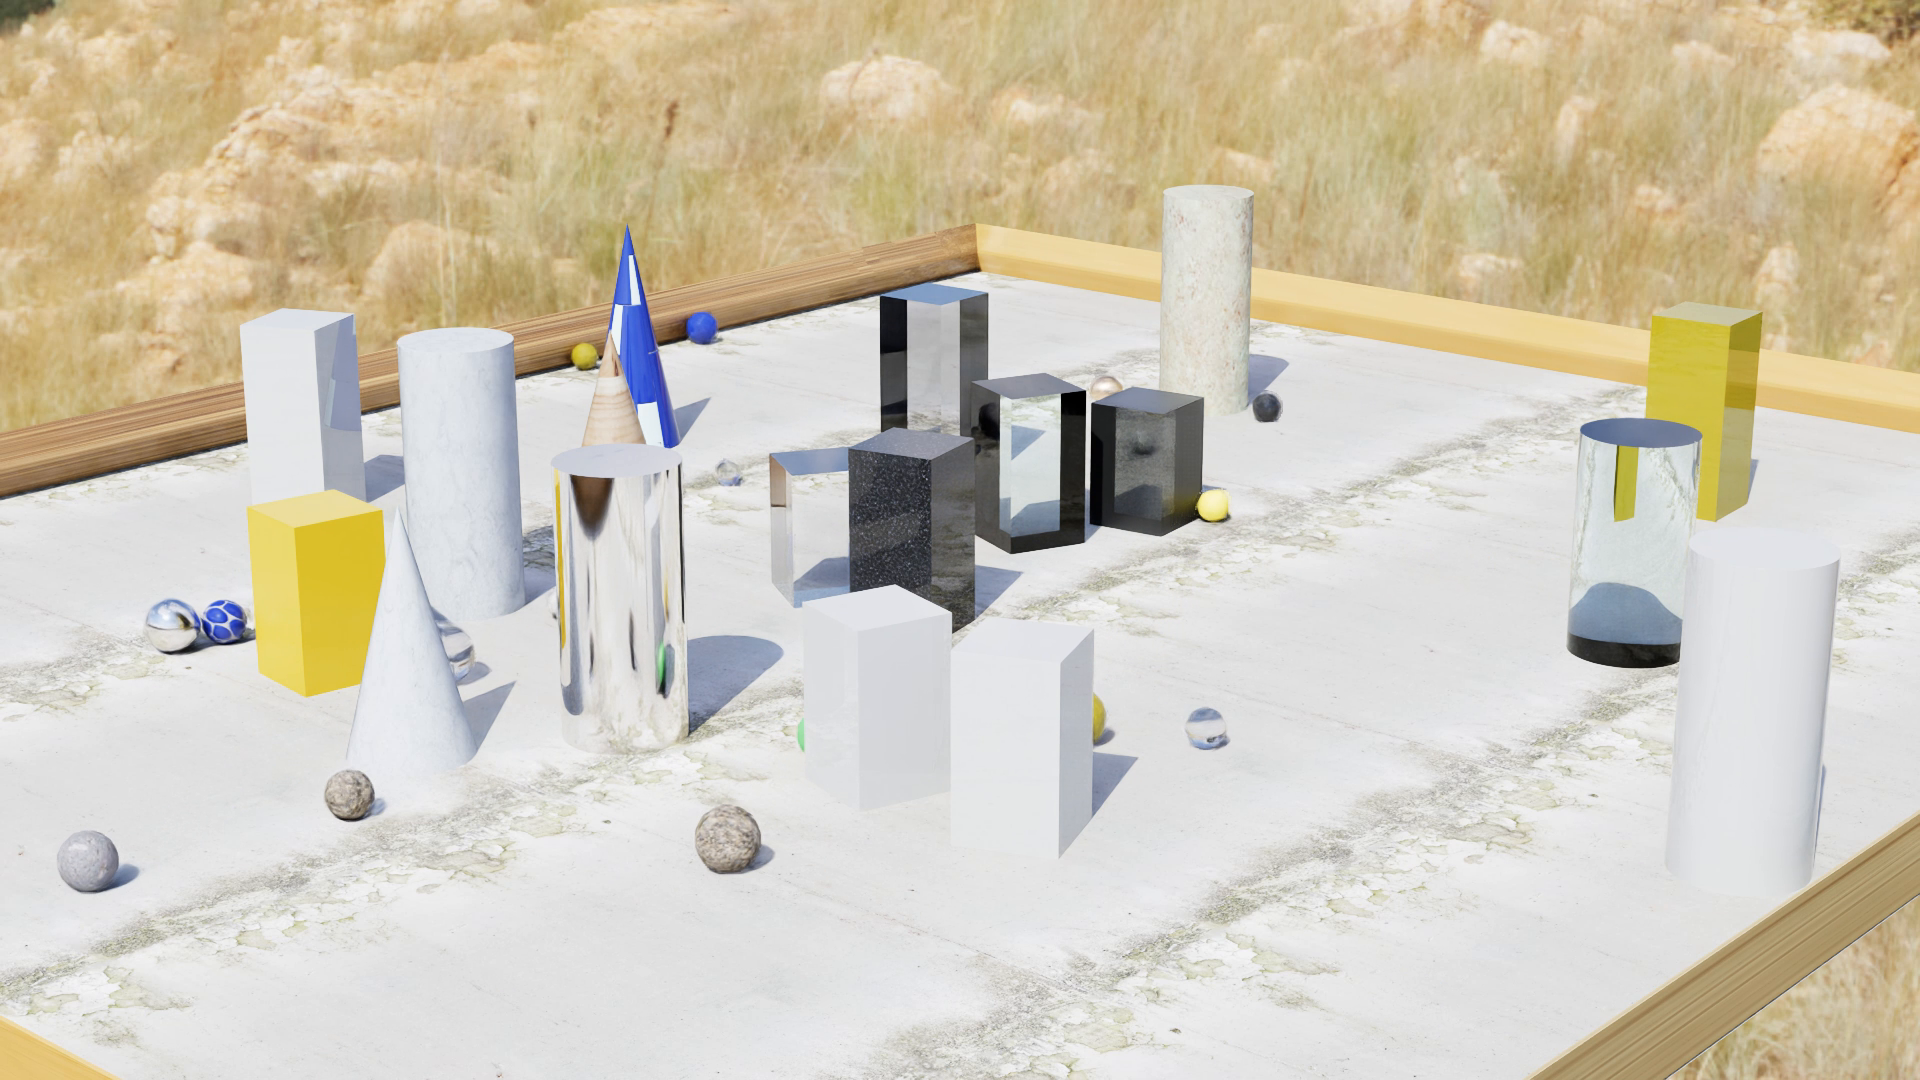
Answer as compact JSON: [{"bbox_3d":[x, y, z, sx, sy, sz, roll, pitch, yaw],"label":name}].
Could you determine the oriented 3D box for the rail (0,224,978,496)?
[{"bbox_3d":[-1.355,-0.308,6.246,0.045,0.126,4.315,14,22,39],"label":"rail"}]

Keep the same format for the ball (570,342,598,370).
[{"bbox_3d":[-0.864,-0.422,6.741,0.061,0.061,0.061,0,17,0],"label":"ball"}]

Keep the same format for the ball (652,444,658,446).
[{"bbox_3d":[-0.615,-0.158,5.850,0.069,0.069,0.069,0,17,0],"label":"ball"}]

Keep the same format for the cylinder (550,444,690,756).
[{"bbox_3d":[-0.509,0.088,4.412,0.195,0.430,0.195,0,17,0],"label":"cylinder"}]

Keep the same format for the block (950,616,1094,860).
[{"bbox_3d":[0.087,0.272,4.054,0.156,0.284,0.156,6,18,19],"label":"block"}]

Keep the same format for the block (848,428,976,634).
[{"bbox_3d":[-0.080,-0.007,4.916,0.156,0.321,0.156,9,19,26],"label":"block"}]

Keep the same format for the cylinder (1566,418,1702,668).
[{"bbox_3d":[1.101,0.003,4.795,0.195,0.370,0.195,0,17,0],"label":"cylinder"}]

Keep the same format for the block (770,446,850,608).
[{"bbox_3d":[-0.236,-0.024,5.116,0.156,0.237,0.156,-5,18,-17],"label":"block"}]

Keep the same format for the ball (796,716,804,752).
[{"bbox_3d":[-0.199,0.288,4.343,0.086,0.086,0.086,0,17,0],"label":"ball"}]

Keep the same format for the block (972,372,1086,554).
[{"bbox_3d":[0.126,-0.143,5.417,0.156,0.291,0.156,-9,19,-26],"label":"block"}]

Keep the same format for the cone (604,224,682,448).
[{"bbox_3d":[-0.680,-0.427,6.060,0.195,0.464,0.195,0,17,0],"label":"cone"}]

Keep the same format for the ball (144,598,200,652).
[{"bbox_3d":[-1.296,0.141,4.827,0.089,0.089,0.089,0,17,0],"label":"ball"}]

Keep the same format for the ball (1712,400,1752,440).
[{"bbox_3d":[1.618,-0.253,6.142,0.083,0.083,0.083,0,17,0],"label":"ball"}]

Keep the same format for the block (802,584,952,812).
[{"bbox_3d":[-0.119,0.226,4.228,0.156,0.271,0.156,-10,20,-31],"label":"block"}]

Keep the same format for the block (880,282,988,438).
[{"bbox_3d":[-0.052,-0.324,5.911,0.156,0.352,0.156,13,21,36],"label":"block"}]

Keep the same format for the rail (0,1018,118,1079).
[{"bbox_3d":[-1.399,0.497,3.578,3.636,0.126,0.045,14,22,39],"label":"rail"}]

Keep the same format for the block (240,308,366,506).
[{"bbox_3d":[-1.247,-0.236,5.577,0.156,0.376,0.156,5,18,17],"label":"block"}]

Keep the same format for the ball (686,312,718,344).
[{"bbox_3d":[-0.616,-0.505,6.991,0.076,0.076,0.076,0,17,0],"label":"ball"}]

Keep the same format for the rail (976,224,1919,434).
[{"bbox_3d":[1.399,-0.434,6.663,3.636,0.126,0.045,14,22,39],"label":"rail"}]

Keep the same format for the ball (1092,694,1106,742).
[{"bbox_3d":[0.176,0.266,4.410,0.089,0.089,0.089,0,17,0],"label":"ball"}]

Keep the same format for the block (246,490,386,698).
[{"bbox_3d":[-1.023,0.083,4.688,0.156,0.279,0.156,-14,22,-38],"label":"block"}]

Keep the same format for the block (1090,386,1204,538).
[{"bbox_3d":[0.353,-0.150,5.535,0.156,0.236,0.156,11,20,32],"label":"block"}]

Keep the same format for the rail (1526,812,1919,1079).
[{"bbox_3d":[1.355,0.371,3.994,0.045,0.126,4.315,14,22,39],"label":"rail"}]

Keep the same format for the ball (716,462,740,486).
[{"bbox_3d":[-0.458,-0.132,5.798,0.049,0.049,0.049,0,17,0],"label":"ball"}]

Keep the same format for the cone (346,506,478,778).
[{"bbox_3d":[-0.820,0.134,4.332,0.195,0.388,0.195,0,17,0],"label":"cone"}]

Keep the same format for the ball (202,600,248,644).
[{"bbox_3d":[-1.222,0.135,4.871,0.074,0.074,0.074,0,17,0],"label":"ball"}]

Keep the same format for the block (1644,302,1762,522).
[{"bbox_3d":[1.416,-0.247,5.610,0.156,0.380,0.156,12,21,35],"label":"block"}]

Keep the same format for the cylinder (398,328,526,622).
[{"bbox_3d":[-0.851,-0.113,5.011,0.195,0.468,0.195,0,17,0],"label":"cylinder"}]

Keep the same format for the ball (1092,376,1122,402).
[{"bbox_3d":[0.321,-0.325,6.403,0.069,0.069,0.069,0,17,0],"label":"ball"}]

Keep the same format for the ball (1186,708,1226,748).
[{"bbox_3d":[0.369,0.282,4.405,0.062,0.062,0.062,0,17,0],"label":"ball"}]

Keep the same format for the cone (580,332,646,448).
[{"bbox_3d":[-0.662,-0.231,5.601,0.195,0.353,0.195,0,17,0],"label":"cone"}]

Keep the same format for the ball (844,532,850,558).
[{"bbox_3d":[-0.176,0.009,5.297,0.070,0.070,0.070,0,17,0],"label":"ball"}]

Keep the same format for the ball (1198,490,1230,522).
[{"bbox_3d":[0.480,-0.065,5.558,0.061,0.061,0.061,0,17,0],"label":"ball"}]

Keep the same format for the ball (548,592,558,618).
[{"bbox_3d":[-0.680,0.109,5.003,0.048,0.048,0.048,0,17,0],"label":"ball"}]

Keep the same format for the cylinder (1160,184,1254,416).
[{"bbox_3d":[0.533,-0.520,6.355,0.195,0.471,0.195,0,17,0],"label":"cylinder"}]

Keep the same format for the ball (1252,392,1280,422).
[{"bbox_3d":[0.656,-0.285,6.286,0.061,0.061,0.061,0,17,0],"label":"ball"}]

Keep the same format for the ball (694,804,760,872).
[{"bbox_3d":[-0.314,0.402,3.958,0.090,0.090,0.090,0,17,0],"label":"ball"}]

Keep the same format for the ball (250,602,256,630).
[{"bbox_3d":[-1.131,0.123,4.875,0.095,0.095,0.095,0,17,0],"label":"ball"}]

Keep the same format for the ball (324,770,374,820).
[{"bbox_3d":[-0.862,0.358,4.137,0.070,0.070,0.070,0,17,0],"label":"ball"}]

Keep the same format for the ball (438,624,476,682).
[{"bbox_3d":[-0.822,0.182,4.675,0.097,0.097,0.097,0,17,0],"label":"ball"}]

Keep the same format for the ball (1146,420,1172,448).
[{"bbox_3d":[0.413,-0.220,6.079,0.055,0.055,0.055,0,17,0],"label":"ball"}]

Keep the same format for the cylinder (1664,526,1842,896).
[{"bbox_3d":[1.054,0.227,3.909,0.195,0.454,0.195,0,17,0],"label":"cylinder"}]

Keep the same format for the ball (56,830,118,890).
[{"bbox_3d":[-1.160,0.426,3.897,0.080,0.080,0.080,0,17,0],"label":"ball"}]
